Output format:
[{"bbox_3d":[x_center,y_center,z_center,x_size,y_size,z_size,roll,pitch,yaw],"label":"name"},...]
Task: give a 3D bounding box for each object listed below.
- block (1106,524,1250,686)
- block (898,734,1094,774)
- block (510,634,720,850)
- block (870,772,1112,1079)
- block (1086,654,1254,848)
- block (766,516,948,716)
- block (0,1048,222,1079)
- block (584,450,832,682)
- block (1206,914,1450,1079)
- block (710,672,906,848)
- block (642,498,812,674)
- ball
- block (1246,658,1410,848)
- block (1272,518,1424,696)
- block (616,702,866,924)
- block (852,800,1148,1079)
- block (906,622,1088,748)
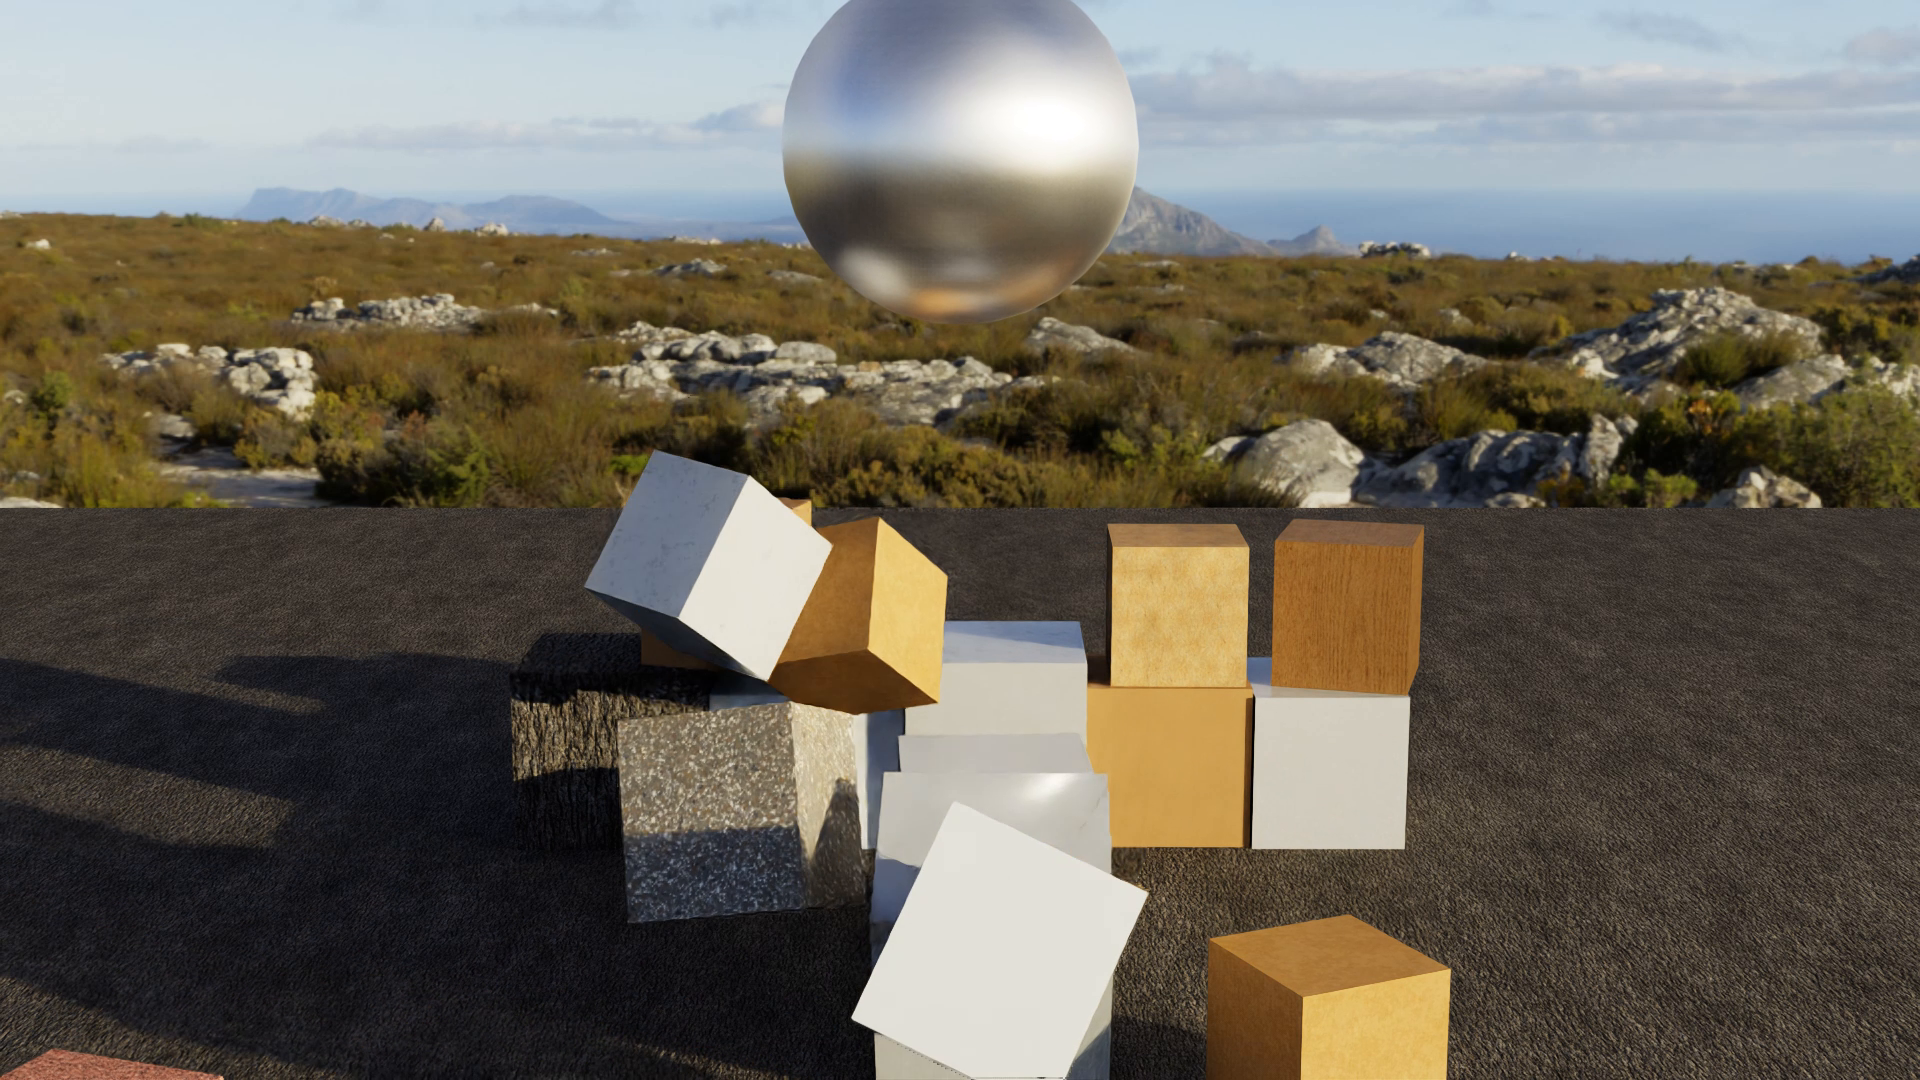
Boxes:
[{"bbox_3d":[1.097,0.323,11.233,0.672,0.707,0.670,0,10,1],"label":"block"},{"bbox_3d":[0.149,1.377,9.544,0.814,0.876,0.824,0,10,-3],"label":"block"},{"bbox_3d":[-1.737,1.026,11.379,0.973,0.911,0.899,0,10,0],"label":"block"},{"bbox_3d":[0.130,1.486,8.325,0.861,0.846,0.869,0,31,2],"label":"block"},{"bbox_3d":[1.046,1.075,11.364,0.825,0.819,0.750,0,10,0],"label":"block"},{"bbox_3d":[-0.534,0.388,10.574,0.661,0.676,0.689,-10,-29,26],"label":"block"},{"bbox_3d":[-2.726,2.020,6.729,0.651,0.618,0.676,4,11,19],"label":"block"},{"bbox_3d":[-1.151,0.120,10.160,0.599,0.716,0.743,15,-17,35],"label":"block"},{"bbox_3d":[1.327,1.794,7.995,0.620,0.610,0.619,-5,11,-24],"label":"block"},{"bbox_3d":[-0.763,1.083,11.391,0.954,0.794,0.850,0,10,0],"label":"block"},{"bbox_3d":[-1.180,0.207,11.196,0.640,0.770,0.717,5,11,15],"label":"block"},{"bbox_3d":[0.000,-1.763,9.830,1.600,1.600,1.600,0,10,0],"label":"ball"},{"bbox_3d":[1.849,1.089,11.393,0.765,0.781,0.865,0,10,0],"label":"block"},{"bbox_3d":[1.995,0.331,11.286,0.677,0.750,0.671,3,11,16],"label":"block"},{"bbox_3d":[-0.841,1.072,8.575,0.707,0.763,0.710,-7,-10,15],"label":"block"},{"bbox_3d":[0.131,1.374,7.283,0.683,0.754,0.734,25,-9,5],"label":"block"},{"bbox_3d":[0.183,1.002,11.297,0.889,0.987,0.947,0,10,1],"label":"block"}]
